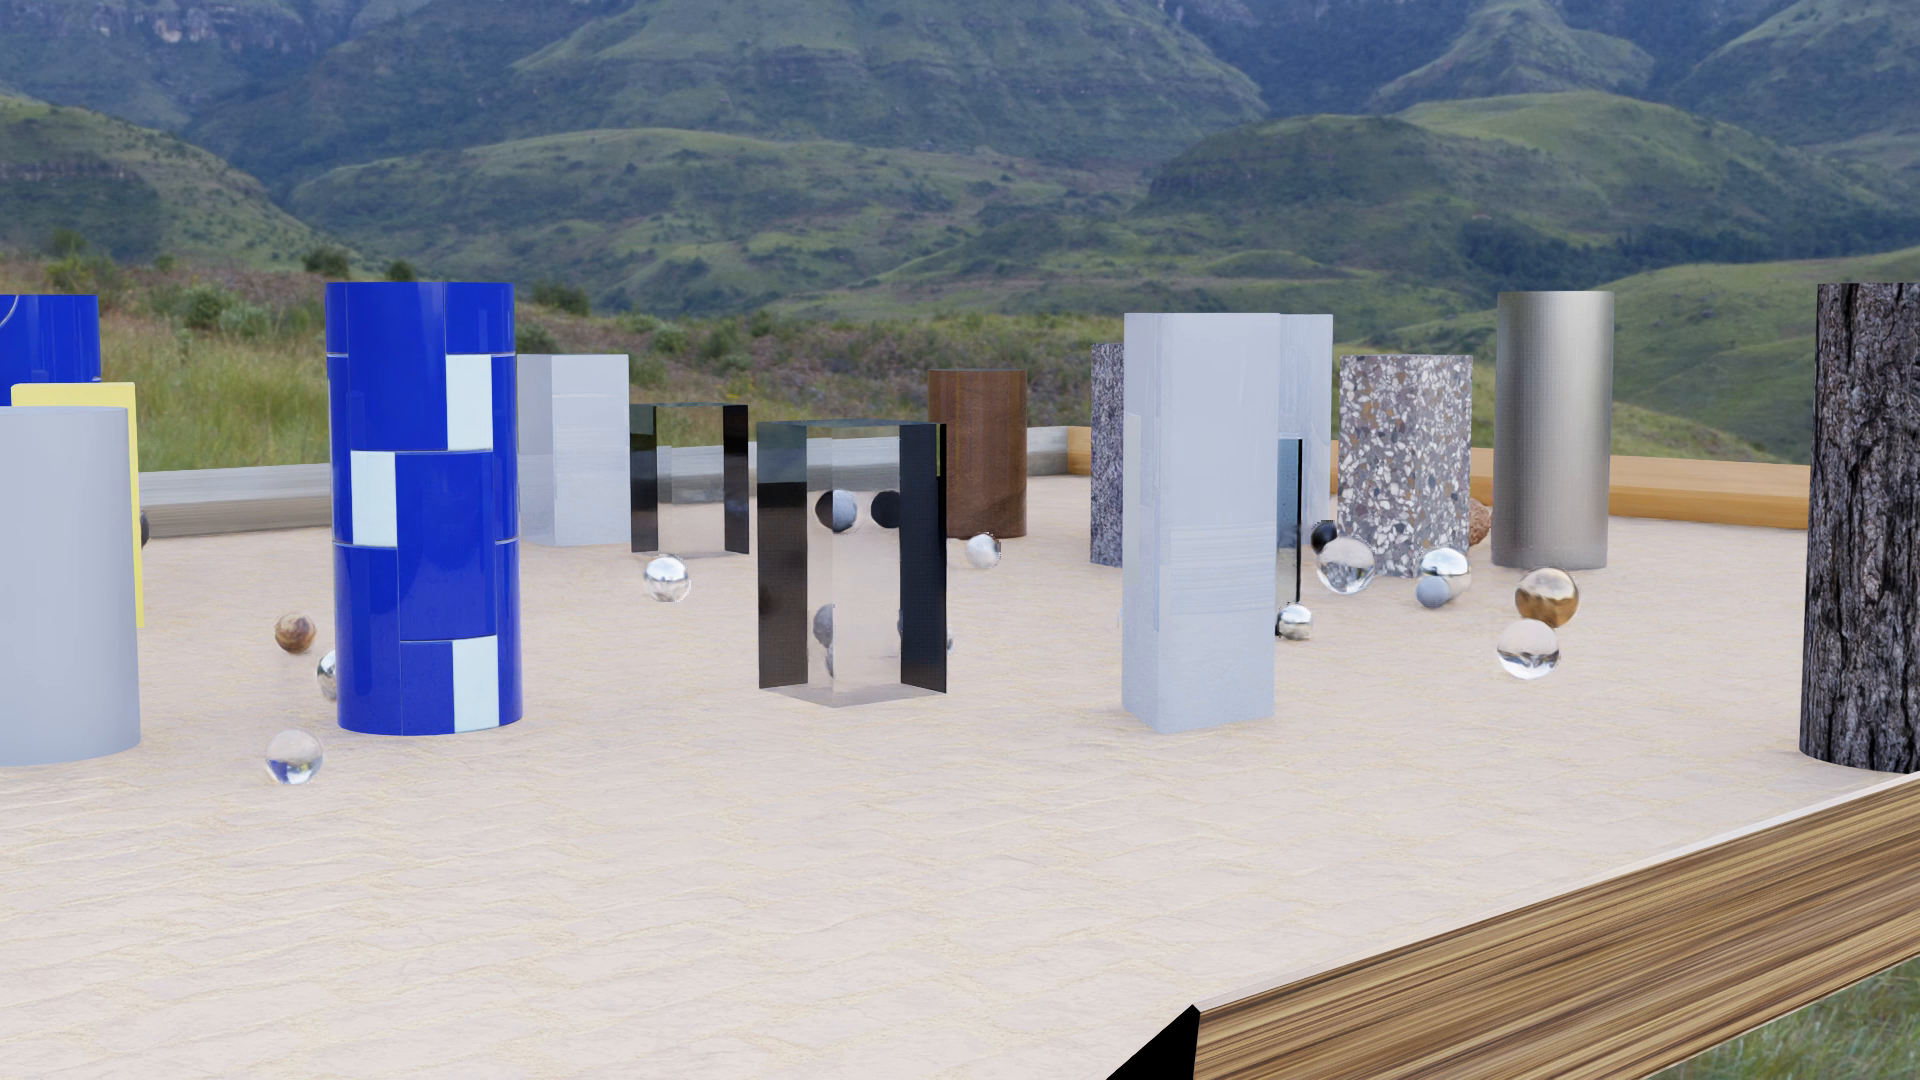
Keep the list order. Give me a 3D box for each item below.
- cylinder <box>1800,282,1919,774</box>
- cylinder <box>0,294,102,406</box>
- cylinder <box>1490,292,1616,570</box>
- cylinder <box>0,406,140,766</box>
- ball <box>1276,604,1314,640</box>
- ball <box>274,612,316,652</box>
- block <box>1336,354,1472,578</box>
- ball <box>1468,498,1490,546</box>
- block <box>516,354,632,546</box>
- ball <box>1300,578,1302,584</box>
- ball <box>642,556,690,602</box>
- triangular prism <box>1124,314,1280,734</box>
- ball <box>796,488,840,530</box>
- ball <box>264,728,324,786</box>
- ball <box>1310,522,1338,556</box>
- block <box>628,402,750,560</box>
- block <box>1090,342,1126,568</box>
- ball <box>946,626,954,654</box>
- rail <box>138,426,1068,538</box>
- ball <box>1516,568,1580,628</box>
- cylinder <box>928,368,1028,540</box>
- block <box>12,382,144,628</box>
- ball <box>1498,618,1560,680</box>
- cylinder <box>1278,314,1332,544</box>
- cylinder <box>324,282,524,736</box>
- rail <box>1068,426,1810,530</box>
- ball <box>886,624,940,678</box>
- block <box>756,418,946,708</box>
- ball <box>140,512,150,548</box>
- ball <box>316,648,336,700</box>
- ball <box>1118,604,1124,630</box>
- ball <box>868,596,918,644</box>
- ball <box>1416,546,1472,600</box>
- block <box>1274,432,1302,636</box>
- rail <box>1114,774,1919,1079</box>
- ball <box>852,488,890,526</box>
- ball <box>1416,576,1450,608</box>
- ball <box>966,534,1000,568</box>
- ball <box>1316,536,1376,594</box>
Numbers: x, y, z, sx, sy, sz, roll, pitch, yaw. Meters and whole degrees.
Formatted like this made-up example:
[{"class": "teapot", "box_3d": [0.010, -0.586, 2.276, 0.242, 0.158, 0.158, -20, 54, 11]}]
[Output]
[{"class": "cylinder", "box_3d": [0.950, -0.018, 2.188, 0.198, 0.471, 0.198, 0, 6, 0]}, {"class": "cylinder", "box_3d": [-1.465, -0.153, 3.490, 0.198, 0.469, 0.198, 0, 6, 0]}, {"class": "cylinder", "box_3d": [1.037, -0.195, 3.850, 0.198, 0.477, 0.198, 0, 6, 0]}, {"class": "cylinder", "box_3d": [-0.944, 0.040, 2.235, 0.198, 0.345, 0.198, 0, 6, 0]}, {"class": "ball", "box_3d": [0.453, 0.111, 2.975, 0.050, 0.050, 0.050, 0, 6, 0]}, {"class": "ball", "box_3d": [-0.868, 0.121, 2.871, 0.053, 0.053, 0.053, 0, 6, 0]}, {"class": "block", "box_3d": [0.759, -0.131, 3.759, 0.159, 0.369, 0.159, -6, 8, -43]}, {"class": "ball", "box_3d": [0.957, -0.034, 4.163, 0.093, 0.093, 0.093, 0, 6, 0]}, {"class": "block", "box_3d": [-0.746, -0.178, 4.248, 0.159, 0.361, 0.159, -4, 7, -35]}, {"class": "ball", "box_3d": [0.505, 0.064, 3.420, 0.051, 0.051, 0.051, 0, 6, 0]}, {"class": "ball", "box_3d": [-0.449, 0.061, 3.359, 0.071, 0.071, 0.071, 0, 6, 0]}, {"class": "triangular prism", "box_3d": [0.233, -0.027, 2.412, 0.172, 0.442, 0.149, -5, 8, -40]}, {"class": "ball", "box_3d": [-0.289, -0.063, 4.474, 0.086, 0.086, 0.086, 0, 6, 0]}, {"class": "ball", "box_3d": [-0.627, 0.204, 2.070, 0.053, 0.053, 0.053, 0, 6, 0]}, {"class": "ball", "box_3d": [0.661, 0.002, 3.918, 0.072, 0.072, 0.072, 0, 6, 0]}, {"class": "block", "box_3d": [-0.496, -0.111, 4.027, 0.159, 0.274, 0.159, -4, 7, -36]}, {"class": "block", "box_3d": [0.339, -0.149, 3.849, 0.159, 0.387, 0.159, -3, 7, -30]}, {"class": "ball", "box_3d": [-0.029, 0.129, 2.830, 0.044, 0.044, 0.044, 0, 6, 0]}, {"class": "rail", "box_3d": [-1.199, -0.101, 4.625, 4.109, 0.129, 0.045, -5, 8, -42]}, {"class": "ball", "box_3d": [0.823, 0.082, 3.082, 0.087, 0.087, 0.087, 0, 6, 0]}, {"class": "cylinder", "box_3d": [0.034, -0.174, 4.373, 0.198, 0.328, 0.198, 0, 6, 0]}, {"class": "block", "box_3d": [-1.253, -0.051, 3.129, 0.159, 0.340, 0.159, -2, 6, -21]}, {"class": "ball", "box_3d": [0.689, 0.132, 2.663, 0.073, 0.073, 0.073, 0, 6, 0]}, {"class": "cylinder", "box_3d": [0.619, -0.218, 4.264, 0.198, 0.437, 0.198, 0, 6, 0]}, {"class": "cylinder", "box_3d": [-0.580, -0.040, 2.385, 0.198, 0.474, 0.198, 0, 6, 0]}, {"class": "rail", "box_3d": [1.492, -0.109, 4.701, 0.045, 0.129, 3.585, -5, 8, -42]}, {"class": "ball", "box_3d": [-0.056, 0.135, 2.670, 0.065, 0.065, 0.065, 0, 6, 0]}, {"class": "block", "box_3d": [-0.127, 0.021, 2.565, 0.159, 0.315, 0.159, -4, 7, -37]}, {"class": "ball", "box_3d": [-1.514, -0.017, 3.968, 0.098, 0.098, 0.098, 0, 6, 0]}, {"class": "ball", "box_3d": [-0.705, 0.154, 2.514, 0.061, 0.061, 0.061, 0, 6, 0]}, {"class": "ball", "box_3d": [0.243, 0.106, 3.022, 0.052, 0.052, 0.052, 0, 6, 0]}, {"class": "ball", "box_3d": [-0.089, 0.107, 2.939, 0.066, 0.066, 0.066, 0, 6, 0]}, {"class": "ball", "box_3d": [0.738, 0.052, 3.354, 0.084, 0.084, 0.084, 0, 6, 0]}, {"class": "block", "box_3d": [0.395, -0.012, 3.093, 0.159, 0.270, 0.159, 1, 6, 6]}, {"class": "rail", "box_3d": [1.199, 0.168, 2.039, 4.109, 0.129, 0.045, -5, 8, -42]}, {"class": "ball", "box_3d": [-0.184, -0.068, 4.556, 0.079, 0.079, 0.079, 0, 6, 0]}, {"class": "ball", "box_3d": [0.708, 0.078, 3.294, 0.050, 0.050, 0.050, 0, 6, 0]}, {"class": "ball", "box_3d": [0.039, 0.020, 3.805, 0.059, 0.059, 0.059, 0, 6, 0]}, {"class": "ball", "box_3d": [0.607, 0.040, 3.458, 0.091, 0.091, 0.091, 0, 6, 0]}]
